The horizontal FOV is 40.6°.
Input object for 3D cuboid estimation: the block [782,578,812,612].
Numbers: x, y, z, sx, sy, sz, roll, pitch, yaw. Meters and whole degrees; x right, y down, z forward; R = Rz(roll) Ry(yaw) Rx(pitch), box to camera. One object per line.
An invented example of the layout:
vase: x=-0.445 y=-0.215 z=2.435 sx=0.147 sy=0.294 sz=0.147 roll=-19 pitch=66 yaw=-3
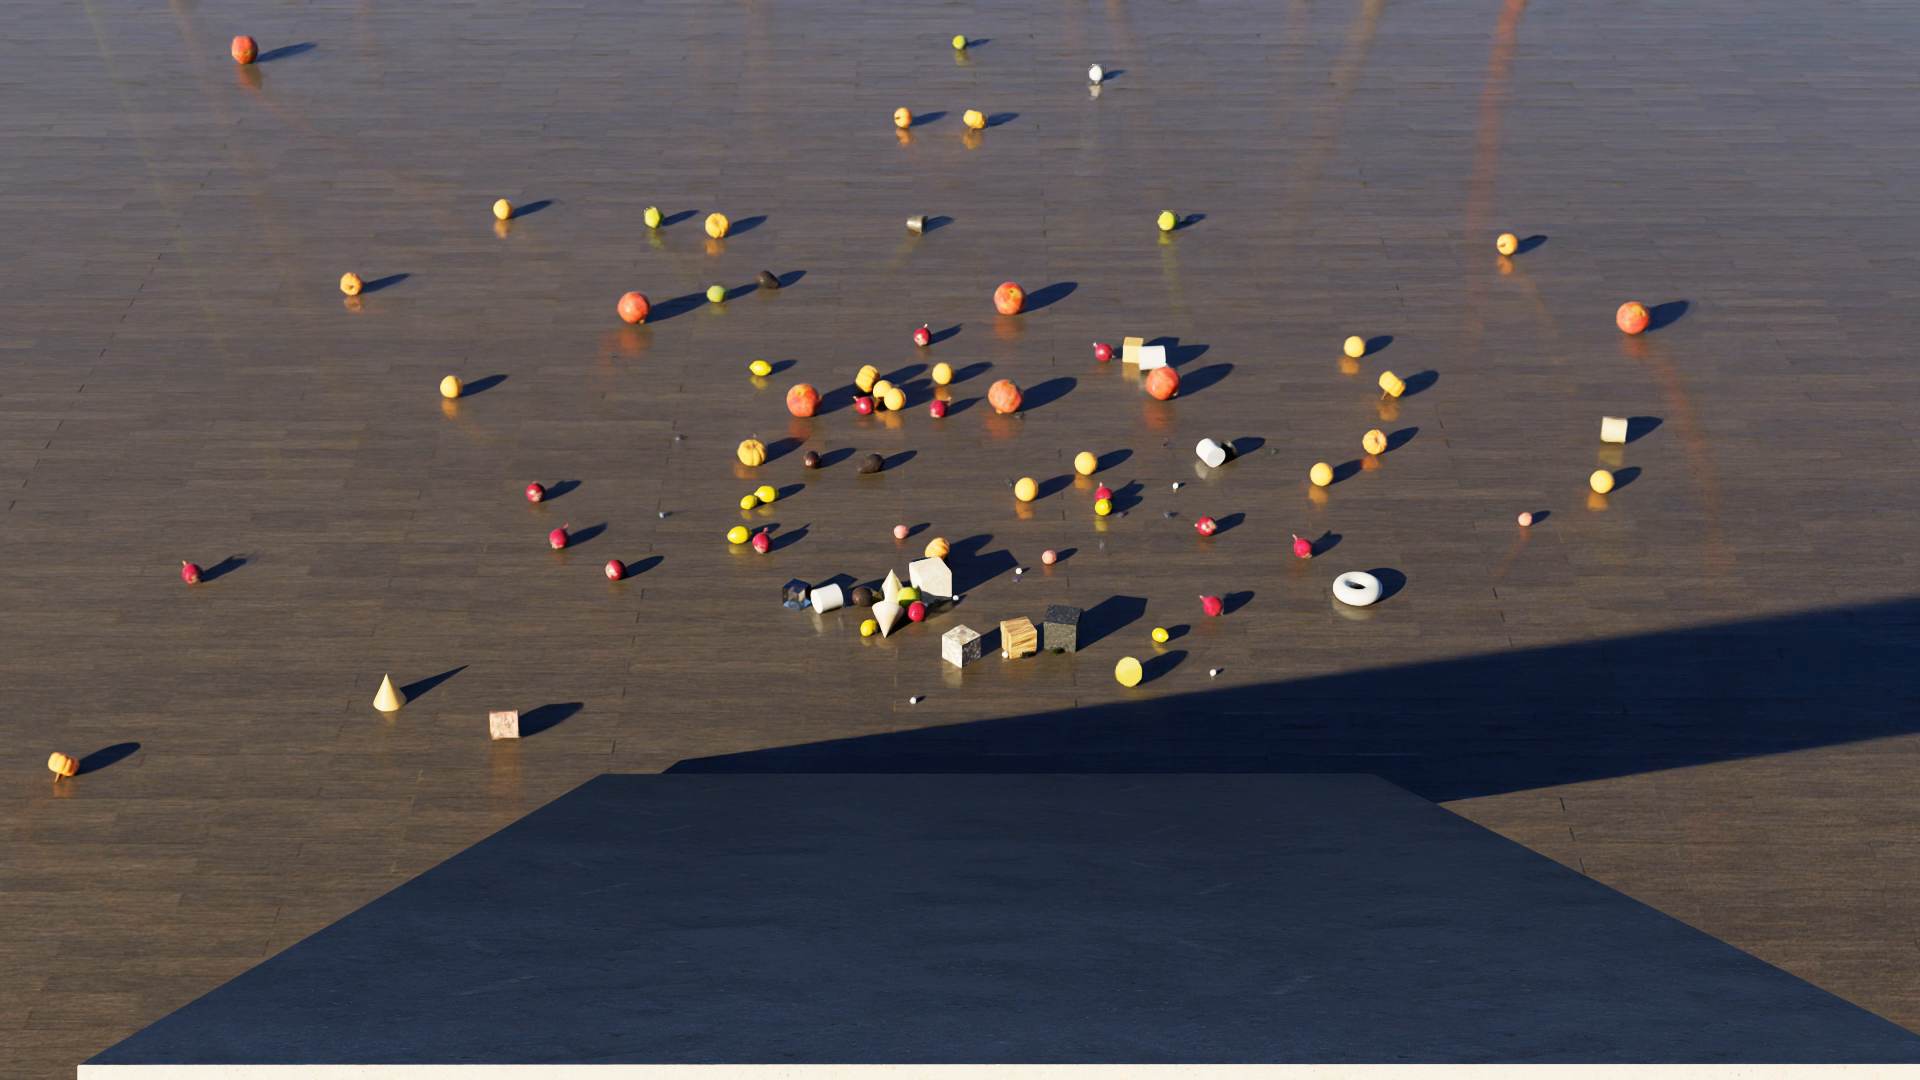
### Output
block: x=-0.474 y=0.159 z=7.537 sx=0.061 sy=0.061 sz=0.061 roll=19 pitch=37 yaw=28

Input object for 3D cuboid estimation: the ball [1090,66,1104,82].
ball: x=0.577 y=-1.963 z=10.909 sx=0.062 sy=0.062 sz=0.062 roll=0 pitch=32 yaw=0

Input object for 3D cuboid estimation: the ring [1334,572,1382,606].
ring: x=1.163 y=0.142 z=7.578 sx=0.144 sy=0.048 sz=0.144 roll=-1 pitch=32 yaw=1

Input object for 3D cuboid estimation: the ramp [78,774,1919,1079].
ramp: x=0.071 y=0.629 z=4.724 sx=2.000 sy=0.100 sz=4.000 roll=0 pitch=-1 yaw=0

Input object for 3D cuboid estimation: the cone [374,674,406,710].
cone: x=-1.569 y=0.406 z=7.116 sx=0.091 sy=0.091 sz=0.091 roll=0 pitch=32 yaw=0

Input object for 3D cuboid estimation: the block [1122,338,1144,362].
block: x=0.589 y=-0.646 z=8.816 sx=0.062 sy=0.062 sz=0.062 roll=5 pitch=33 yaw=8

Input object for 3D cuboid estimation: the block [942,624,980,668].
block: x=0.005 y=0.299 z=7.300 sx=0.076 sy=0.076 sz=0.076 roll=-28 pitch=42 yaw=-37

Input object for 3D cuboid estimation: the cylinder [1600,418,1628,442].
cylinder: x=2.103 y=-0.353 z=8.338 sx=0.074 sy=0.074 sz=0.074 roll=7 pitch=33 yaw=11

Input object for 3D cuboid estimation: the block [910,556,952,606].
block: x=-0.086 y=0.120 z=7.569 sx=0.093 sy=0.093 sz=0.093 roll=-13 pitch=34 yaw=-19

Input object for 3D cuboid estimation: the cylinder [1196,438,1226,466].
cylinder: x=0.796 y=-0.277 z=8.224 sx=0.067 sy=0.067 sz=0.067 roll=-13 pitch=34 yaw=-20

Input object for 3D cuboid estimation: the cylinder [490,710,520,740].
cylinder: x=-1.227 y=0.498 z=6.986 sx=0.072 sy=0.072 sz=0.072 roll=-4 pitch=32 yaw=-6

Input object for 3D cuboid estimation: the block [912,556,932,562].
block: x=-0.103 y=0.093 z=7.643 sx=0.058 sy=0.058 sz=0.058 roll=-11 pitch=34 yaw=-17

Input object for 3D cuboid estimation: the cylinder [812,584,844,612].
cylinder: x=-0.385 y=0.169 z=7.513 sx=0.069 sy=0.069 sz=0.069 roll=-17 pitch=36 yaw=-25

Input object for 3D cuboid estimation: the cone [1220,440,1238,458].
cone: x=0.837 y=-0.273 z=8.252 sx=0.067 sy=0.067 sz=0.067 roll=-44 pitch=47 yaw=-14

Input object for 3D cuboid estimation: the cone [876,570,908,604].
cone: x=-0.198 y=0.126 z=7.556 sx=0.096 sy=0.096 sz=0.096 roll=0 pitch=32 yaw=0

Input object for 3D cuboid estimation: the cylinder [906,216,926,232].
cylinder: x=-0.162 y=-1.180 z=9.669 sx=0.057 sy=0.057 sz=0.057 roll=11 pitch=34 yaw=18

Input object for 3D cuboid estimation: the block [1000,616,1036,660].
block: x=0.166 y=0.276 z=7.334 sx=0.078 sy=0.078 sz=0.078 roll=-12 pitch=34 yaw=-18

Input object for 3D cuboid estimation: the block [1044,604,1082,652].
block: x=0.291 y=0.251 z=7.360 sx=0.093 sy=0.093 sz=0.093 roll=6 pitch=33 yaw=10

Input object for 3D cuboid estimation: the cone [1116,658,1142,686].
cone: x=0.489 y=0.366 z=7.231 sx=0.080 sy=0.080 sz=0.080 roll=19 pitch=10 yaw=27
